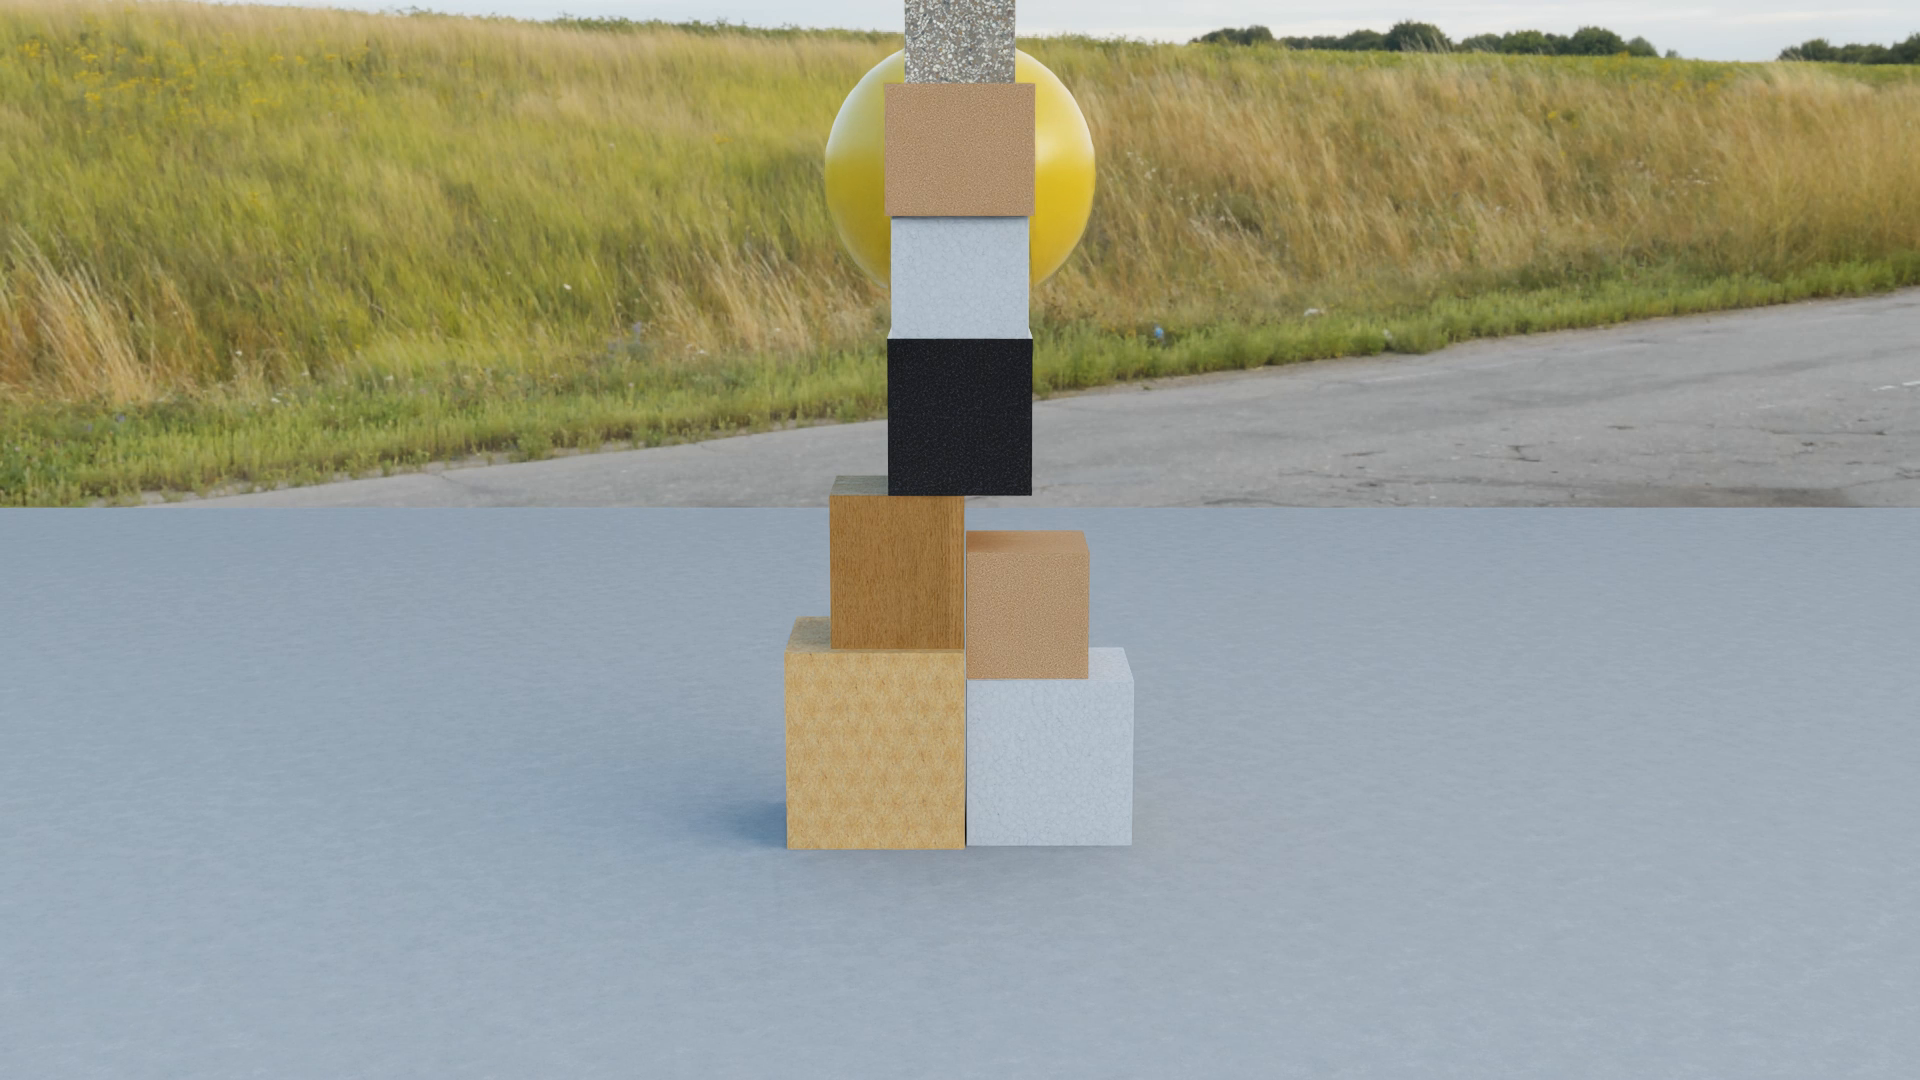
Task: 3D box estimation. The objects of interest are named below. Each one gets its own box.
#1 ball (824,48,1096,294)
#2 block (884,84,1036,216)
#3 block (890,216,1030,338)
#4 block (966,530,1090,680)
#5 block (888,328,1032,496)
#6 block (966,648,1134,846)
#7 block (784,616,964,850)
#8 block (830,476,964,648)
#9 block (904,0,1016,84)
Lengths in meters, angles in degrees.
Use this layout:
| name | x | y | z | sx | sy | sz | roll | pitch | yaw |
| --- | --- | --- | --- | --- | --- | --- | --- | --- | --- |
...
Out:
| name | x | y | z | sx | sy | sz | roll | pitch | yaw |
| --- | --- | --- | --- | --- | --- | --- | --- | --- | --- |
| ball | 0.000 | -2.136 | 12.900 | 1.600 | 1.600 | 1.600 | 0 | 10 | 0 |
| block | 0.000 | -1.925 | 10.845 | 0.721 | 0.624 | 0.713 | 0 | 10 | 0 |
| block | 0.000 | -1.328 | 10.948 | 0.667 | 0.588 | 0.593 | 0 | 10 | 0 |
| block | 0.337 | 0.323 | 11.243 | 0.610 | 0.643 | 0.623 | 0 | 10 | 0 |
| block | 0.000 | -0.661 | 11.076 | 0.706 | 0.770 | 0.726 | 0 | 10 | 0 |
| block | 0.450 | 1.055 | 11.386 | 0.833 | 0.849 | 0.747 | 0 | 10 | 0 |
| block | -0.422 | 0.979 | 11.357 | 0.890 | 1.010 | 0.841 | 0 | 10 | 0 |
| block | -0.310 | 0.103 | 11.189 | 0.663 | 0.774 | 0.654 | 0 | 10 | 0 |
| block | 0.000 | -2.532 | 10.723 | 0.533 | 0.614 | 0.497 | 0 | 10 | 0 |
